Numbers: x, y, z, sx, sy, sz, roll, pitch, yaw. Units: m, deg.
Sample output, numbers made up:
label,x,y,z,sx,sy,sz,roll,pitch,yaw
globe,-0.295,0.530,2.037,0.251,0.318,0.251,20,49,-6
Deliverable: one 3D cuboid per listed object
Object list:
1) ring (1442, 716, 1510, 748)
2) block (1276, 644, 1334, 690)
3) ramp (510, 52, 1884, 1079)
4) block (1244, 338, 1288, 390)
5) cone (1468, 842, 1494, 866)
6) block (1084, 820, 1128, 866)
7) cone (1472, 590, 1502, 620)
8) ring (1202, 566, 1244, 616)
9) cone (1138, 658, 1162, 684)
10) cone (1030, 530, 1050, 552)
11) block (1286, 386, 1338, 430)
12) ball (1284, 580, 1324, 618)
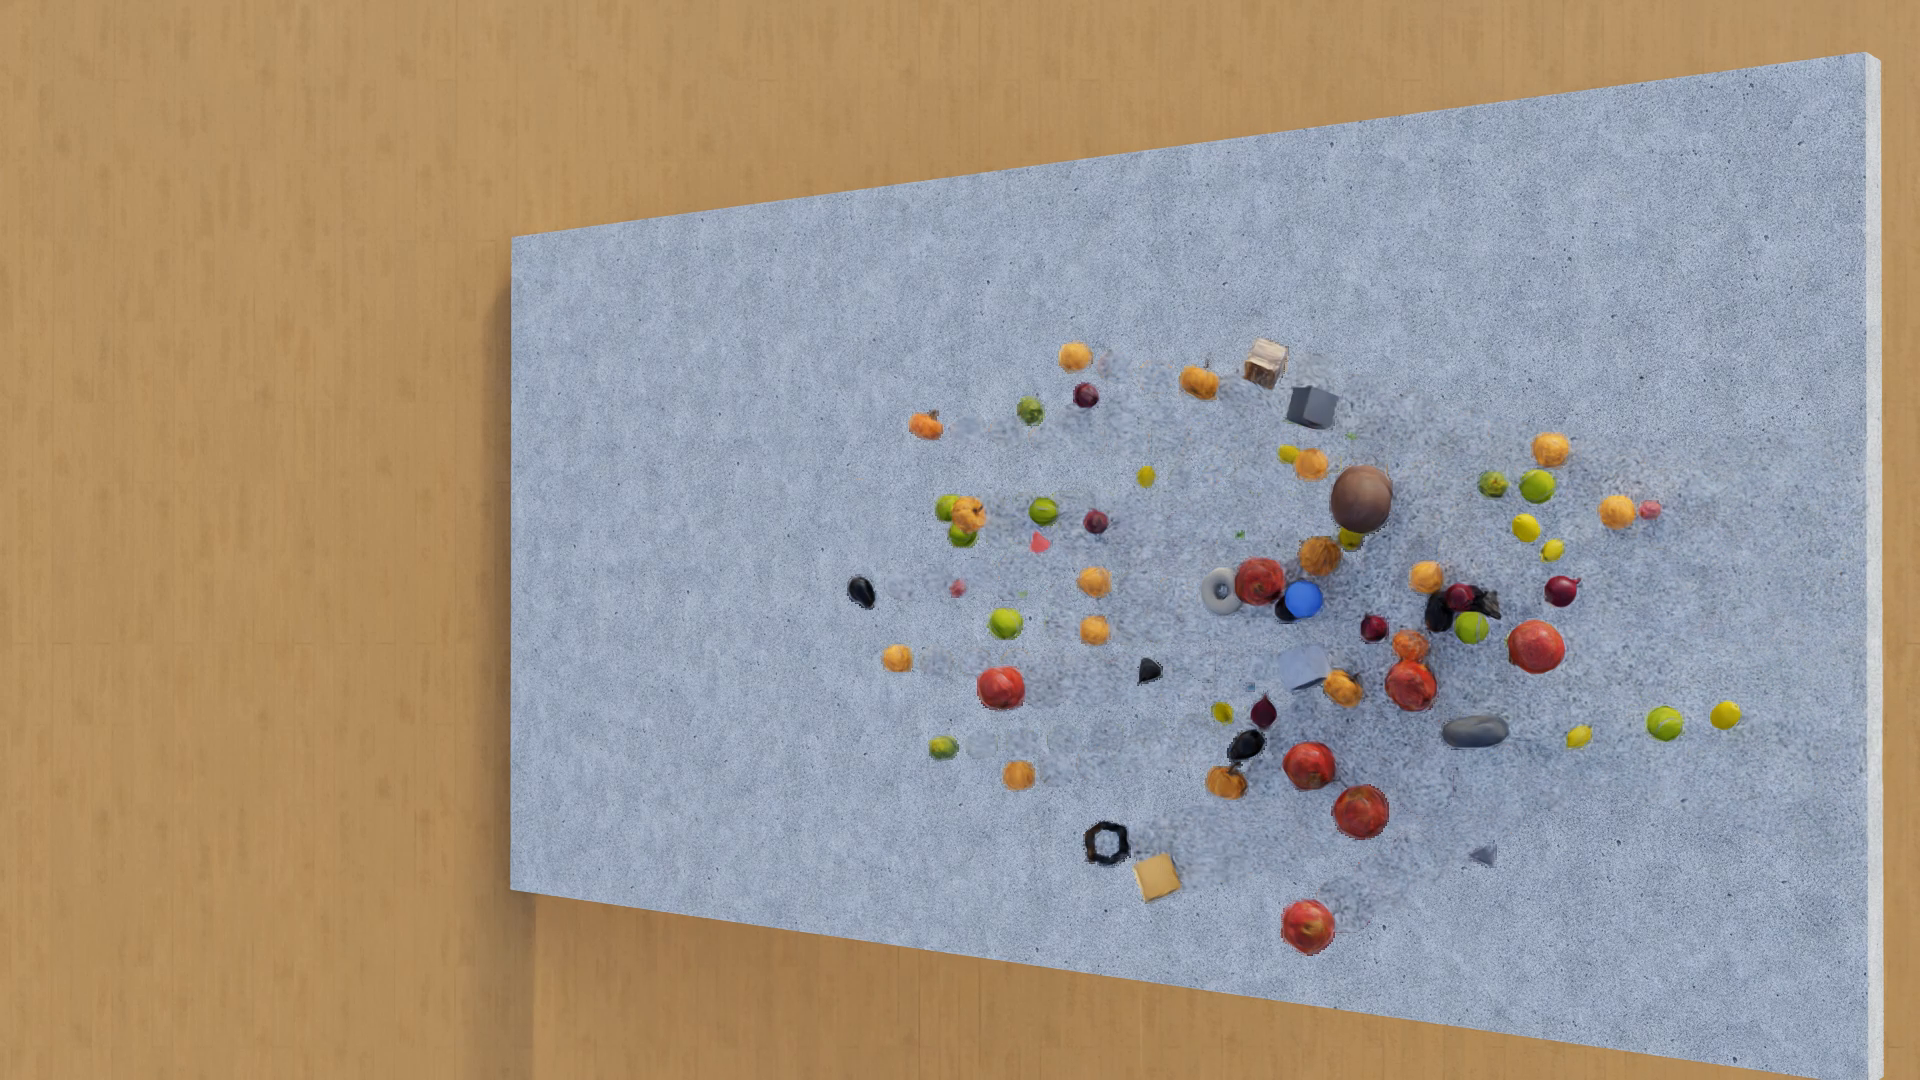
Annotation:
label,x,y,z,sx,sy,sz,roll,pitch,yaw
ring,1.094,0.407,4.667,0.141,0.141,0.047,-8,96,0
block,0.780,0.287,4.973,0.080,0.080,0.080,-27,73,35
ramp,0.220,0.063,5.536,4.000,0.100,2.000,0,90,39
block,0.691,-0.398,4.971,0.071,0.071,0.071,24,61,15
cone,1.102,0.666,4.653,0.054,0.054,0.054,-3,90,17
block,0.352,0.727,5.273,0.072,0.072,0.072,20,49,-29
cone,1.137,0.151,4.692,0.060,0.060,0.060,-34,52,0
ring,0.614,0.119,5.134,0.113,0.038,0.113,-1,88,38
cone,0.440,0.323,5.238,0.059,0.059,0.059,43,59,0
cone,0.191,-0.005,5.429,0.052,0.052,0.052,-21,122,0
block,0.779,-0.292,4.863,0.073,0.073,0.073,18,84,-21
ball,0.772,0.133,4.938,0.085,0.085,0.085,0,90,0
